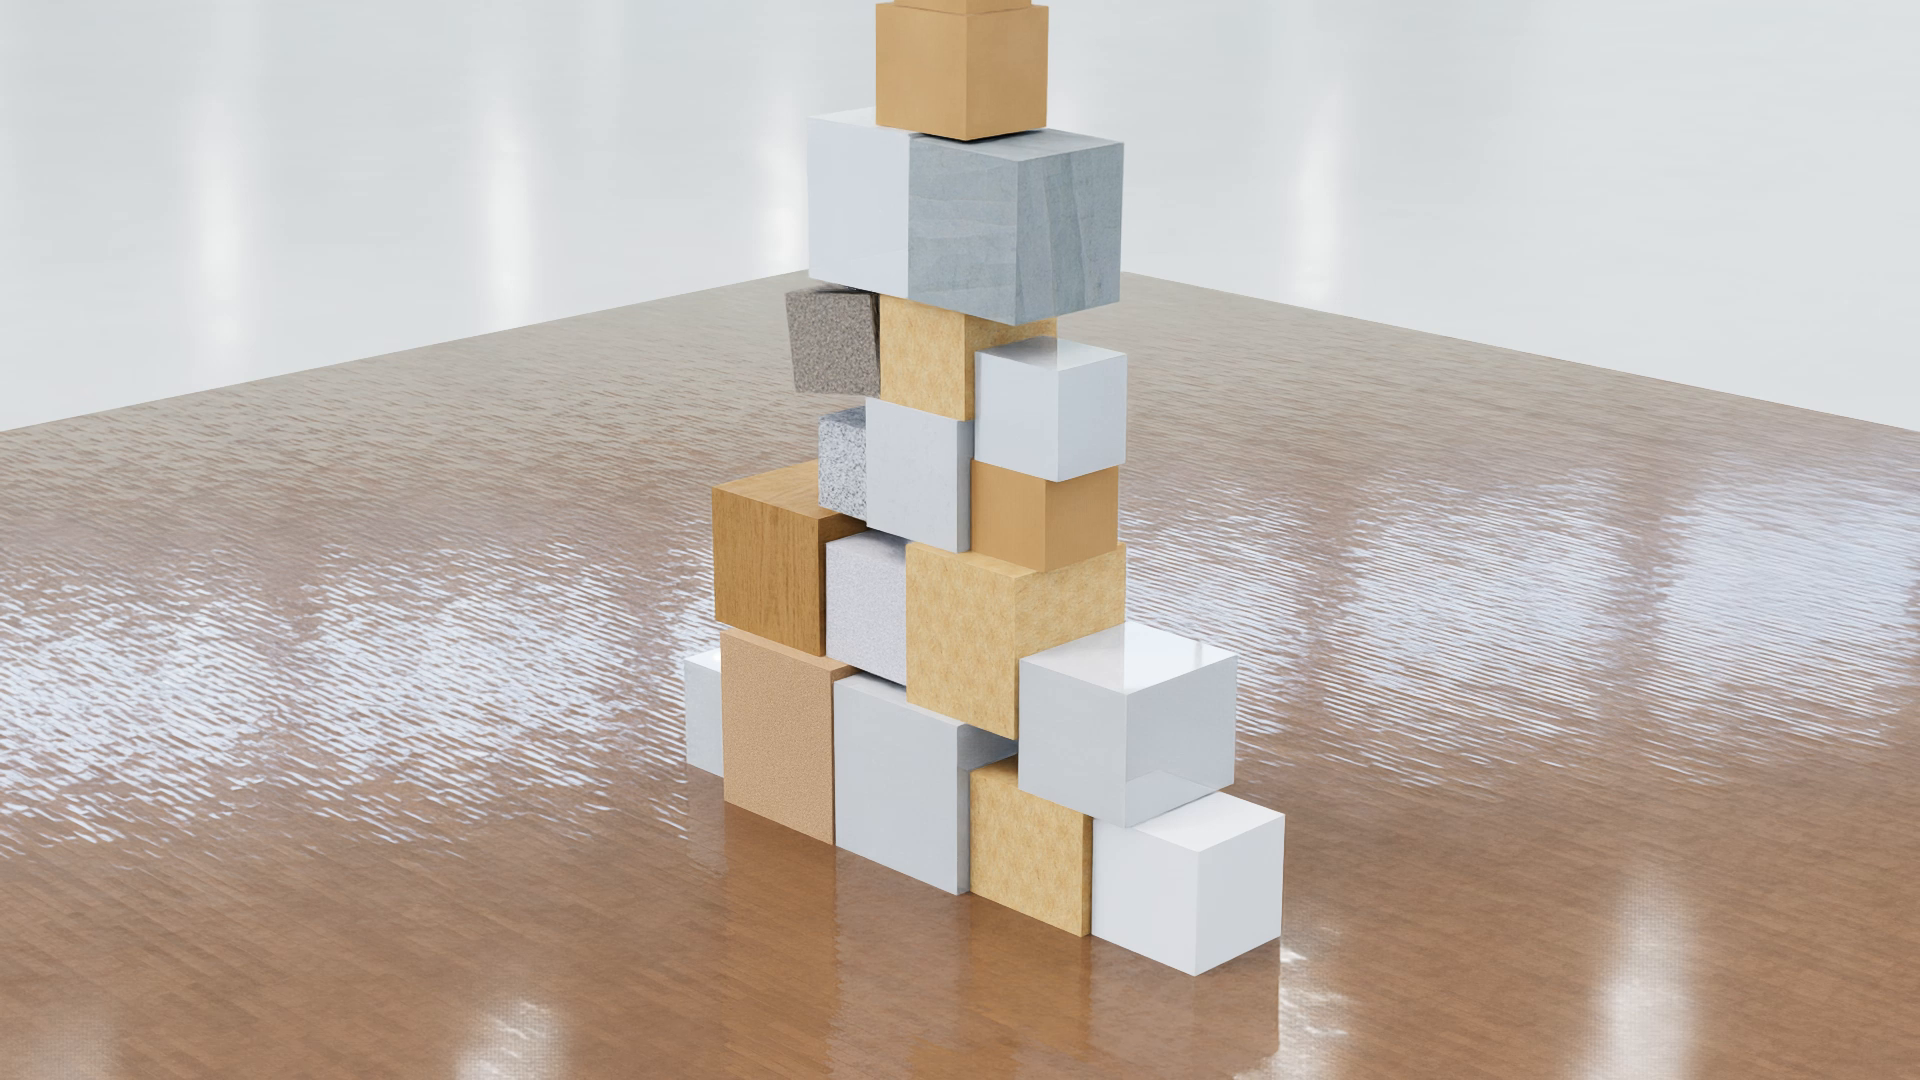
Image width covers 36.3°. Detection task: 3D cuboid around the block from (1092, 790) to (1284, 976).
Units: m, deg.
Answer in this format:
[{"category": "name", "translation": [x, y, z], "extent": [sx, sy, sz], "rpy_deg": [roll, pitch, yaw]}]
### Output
[{"category": "block", "translation": [0.990, 1.456, 12.757], "extent": [0.575, 0.572, 0.595], "rpy_deg": [-17, 24, -42]}]

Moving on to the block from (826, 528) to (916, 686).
[{"category": "block", "translation": [-0.194, 0.277, 13.635], "extent": [0.624, 0.557, 0.585], "rpy_deg": [-17, 25, -42]}]

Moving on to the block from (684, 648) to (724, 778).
[{"category": "block", "translation": [-1.015, 0.854, 14.700], "extent": [0.526, 0.556, 0.496], "rpy_deg": [-17, 24, -42]}]

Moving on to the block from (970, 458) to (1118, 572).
[{"category": "block", "translation": [0.371, -0.157, 12.925], "extent": [0.468, 0.424, 0.452], "rpy_deg": [-17, 24, -42]}]

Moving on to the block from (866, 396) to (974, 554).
[{"category": "block", "translation": [-0.020, -0.349, 13.236], "extent": [0.562, 0.605, 0.580], "rpy_deg": [-17, 24, -42]}]

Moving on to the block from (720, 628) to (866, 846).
[{"category": "block", "translation": [-0.581, 0.849, 14.191], "extent": [0.831, 0.871, 0.780], "rpy_deg": [-17, 24, -42]}]

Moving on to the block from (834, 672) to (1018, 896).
[{"category": "block", "translation": [-0.008, 1.043, 13.662], "extent": [0.820, 0.817, 0.806], "rpy_deg": [-17, 24, -42]}]

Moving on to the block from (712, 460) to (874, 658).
[{"category": "block", "translation": [-0.666, 0.071, 14.088], "extent": [0.720, 0.675, 0.752], "rpy_deg": [-17, 24, -42]}]

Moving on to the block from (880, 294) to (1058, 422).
[{"category": "block", "translation": [0.038, -0.871, 13.055], "extent": [0.585, 0.498, 0.529], "rpy_deg": [-17, 24, -42]}]

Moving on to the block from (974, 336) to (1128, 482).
[{"category": "block", "translation": [0.393, -0.577, 12.740], "extent": [0.434, 0.488, 0.497], "rpy_deg": [-17, 24, -42]}]

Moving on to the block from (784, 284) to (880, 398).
[{"category": "block", "translation": [-0.384, -0.944, 13.463], "extent": [0.555, 0.462, 0.574], "rpy_deg": [-17, 16, -42]}]

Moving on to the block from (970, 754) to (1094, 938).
[{"category": "block", "translation": [0.538, 1.310, 13.200], "extent": [0.706, 0.585, 0.683], "rpy_deg": [-17, 24, -42]}]

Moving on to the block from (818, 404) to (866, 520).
[{"category": "block", "translation": [-0.356, -0.364, 13.627], "extent": [0.431, 0.432, 0.421], "rpy_deg": [-17, 25, -42]}]

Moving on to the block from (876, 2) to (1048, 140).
[{"category": "block", "translation": [0.006, -2.057, 12.707], "extent": [0.499, 0.521, 0.557], "rpy_deg": [-17, 25, -42]}]

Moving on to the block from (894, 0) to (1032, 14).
[{"category": "block", "translation": [0.012, -2.480, 12.571], "extent": [0.400, 0.368, 0.440], "rpy_deg": [-17, 25, -42]}]

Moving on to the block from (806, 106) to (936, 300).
[{"category": "block", "translation": [-0.232, -1.529, 13.114], "extent": [0.623, 0.726, 0.650], "rpy_deg": [-17, 24, -42]}]

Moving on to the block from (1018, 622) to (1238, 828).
[{"category": "block", "translation": [0.734, 0.797, 12.847], "extent": [0.722, 0.607, 0.627], "rpy_deg": [-17, 24, -42]}]

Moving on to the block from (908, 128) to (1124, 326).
[{"category": "block", "translation": [0.238, -1.377, 12.665], "extent": [0.657, 0.701, 0.648], "rpy_deg": [-17, 25, -42]}]

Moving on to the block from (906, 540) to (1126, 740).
[{"category": "block", "translation": [0.250, 0.373, 13.188], "extent": [0.716, 0.745, 0.677], "rpy_deg": [-17, 24, -42]}]
